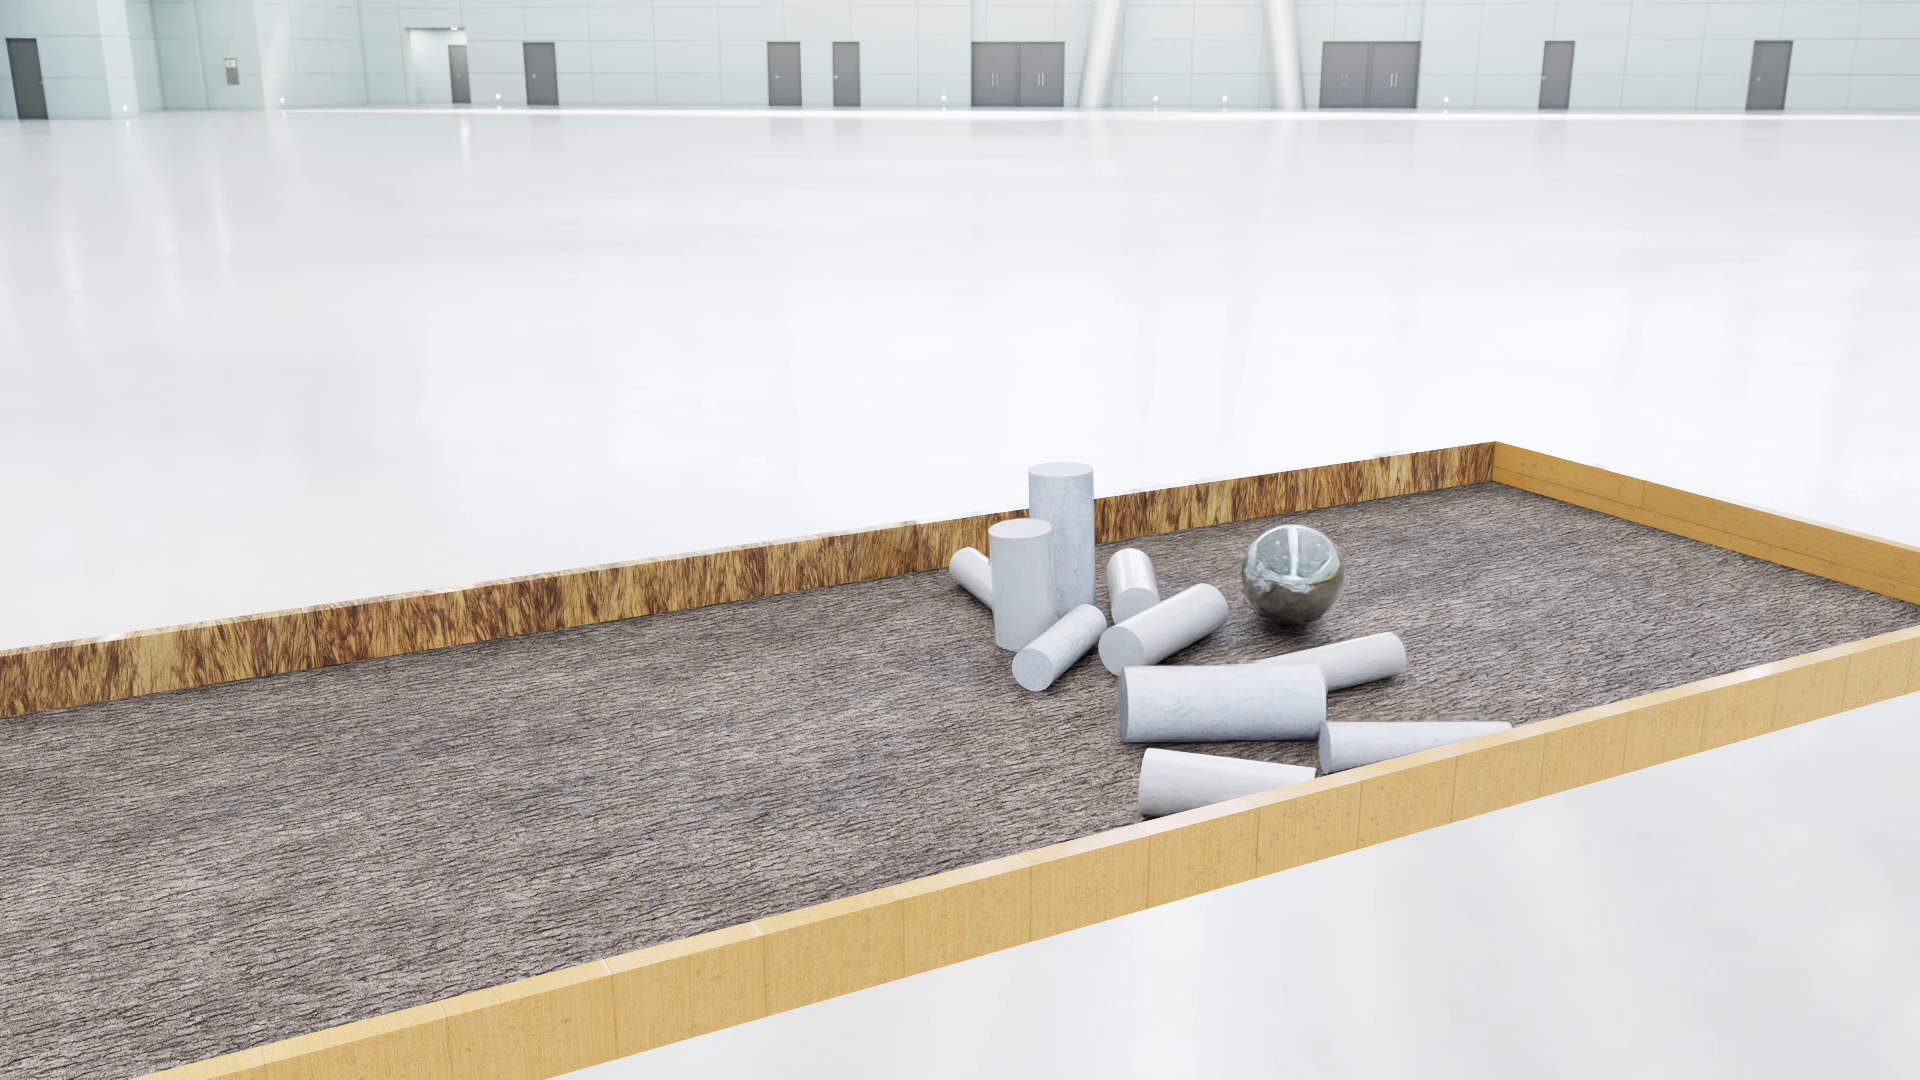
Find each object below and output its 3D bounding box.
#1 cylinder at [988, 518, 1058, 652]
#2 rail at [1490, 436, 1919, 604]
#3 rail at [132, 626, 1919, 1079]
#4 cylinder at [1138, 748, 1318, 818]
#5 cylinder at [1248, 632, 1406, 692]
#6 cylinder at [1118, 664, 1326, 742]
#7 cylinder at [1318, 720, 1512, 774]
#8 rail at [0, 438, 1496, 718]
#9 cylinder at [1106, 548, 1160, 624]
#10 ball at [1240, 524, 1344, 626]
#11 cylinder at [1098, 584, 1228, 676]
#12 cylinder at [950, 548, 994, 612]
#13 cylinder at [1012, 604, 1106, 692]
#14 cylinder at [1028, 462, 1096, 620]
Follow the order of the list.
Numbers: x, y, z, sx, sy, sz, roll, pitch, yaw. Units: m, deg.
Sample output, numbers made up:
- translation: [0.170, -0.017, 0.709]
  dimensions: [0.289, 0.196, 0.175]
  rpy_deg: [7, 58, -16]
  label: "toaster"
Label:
- translation: [0.169, 0.119, 4.371]
  dimensions: [0.167, 0.315, 0.167]
  rpy_deg: [-4, 18, 1]
  label: "cylinder"
- translation: [2.466, -0.048, 5.253]
  dimensions: [0.050, 0.150, 2.100]
  rpy_deg: [-9, 18, -27]
  label: "rail"
- translation: [-2.336, 1.006, 1.665]
  dimensions: [12.000, 0.150, 0.050]
  rpy_deg: [-9, 18, -27]
  label: "rail"
- translation: [0.546, 0.513, 3.364]
  dimensions: [0.342, 0.138, 0.138]
  rpy_deg: [5, 17, 16]
  label: "cylinder"
- translation: [0.900, 0.318, 4.068]
  dimensions: [0.429, 0.113, 0.113]
  rpy_deg: [-9, 19, -28]
  label: "cylinder"
- translation: [0.596, 0.373, 3.779]
  dimensions: [0.446, 0.174, 0.174]
  rpy_deg: [-1, 16, -3]
  label: "cylinder"
- translation: [0.998, 0.454, 3.609]
  dimensions: [0.400, 0.114, 0.114]
  rpy_deg: [0, 16, -1]
  label: "cylinder"
- translation: [-3.305, 0.497, 3.399]
  dimensions: [12.000, 0.150, 0.050]
  rpy_deg: [-9, 18, -27]
  label: "rail"
- translation: [0.486, 0.142, 4.629]
  dimensions: [0.137, 0.137, 0.362]
  rpy_deg: [1, 16, 2]
  label: "cylinder"
- translation: [0.911, 0.098, 4.530]
  dimensions: [0.278, 0.278, 0.278]
  rpy_deg: [0, 16, 0]
  label: "ball"
- translation: [0.537, 0.233, 4.321]
  dimensions: [0.136, 0.136, 0.435]
  rpy_deg: [12, 20, 35]
  label: "cylinder"
- translation: [0.083, 0.123, 4.737]
  dimensions: [0.114, 0.114, 0.351]
  rpy_deg: [-6, 17, -20]
  label: "cylinder"
- translation: [0.259, 0.272, 4.230]
  dimensions: [0.112, 0.112, 0.375]
  rpy_deg: [8, 18, 24]
  label: "cylinder"
- translation: [0.284, 0.006, 4.579]
  dimensions: [0.180, 0.418, 0.180]
  rpy_deg: [-2, 16, 1]
  label: "cylinder"
